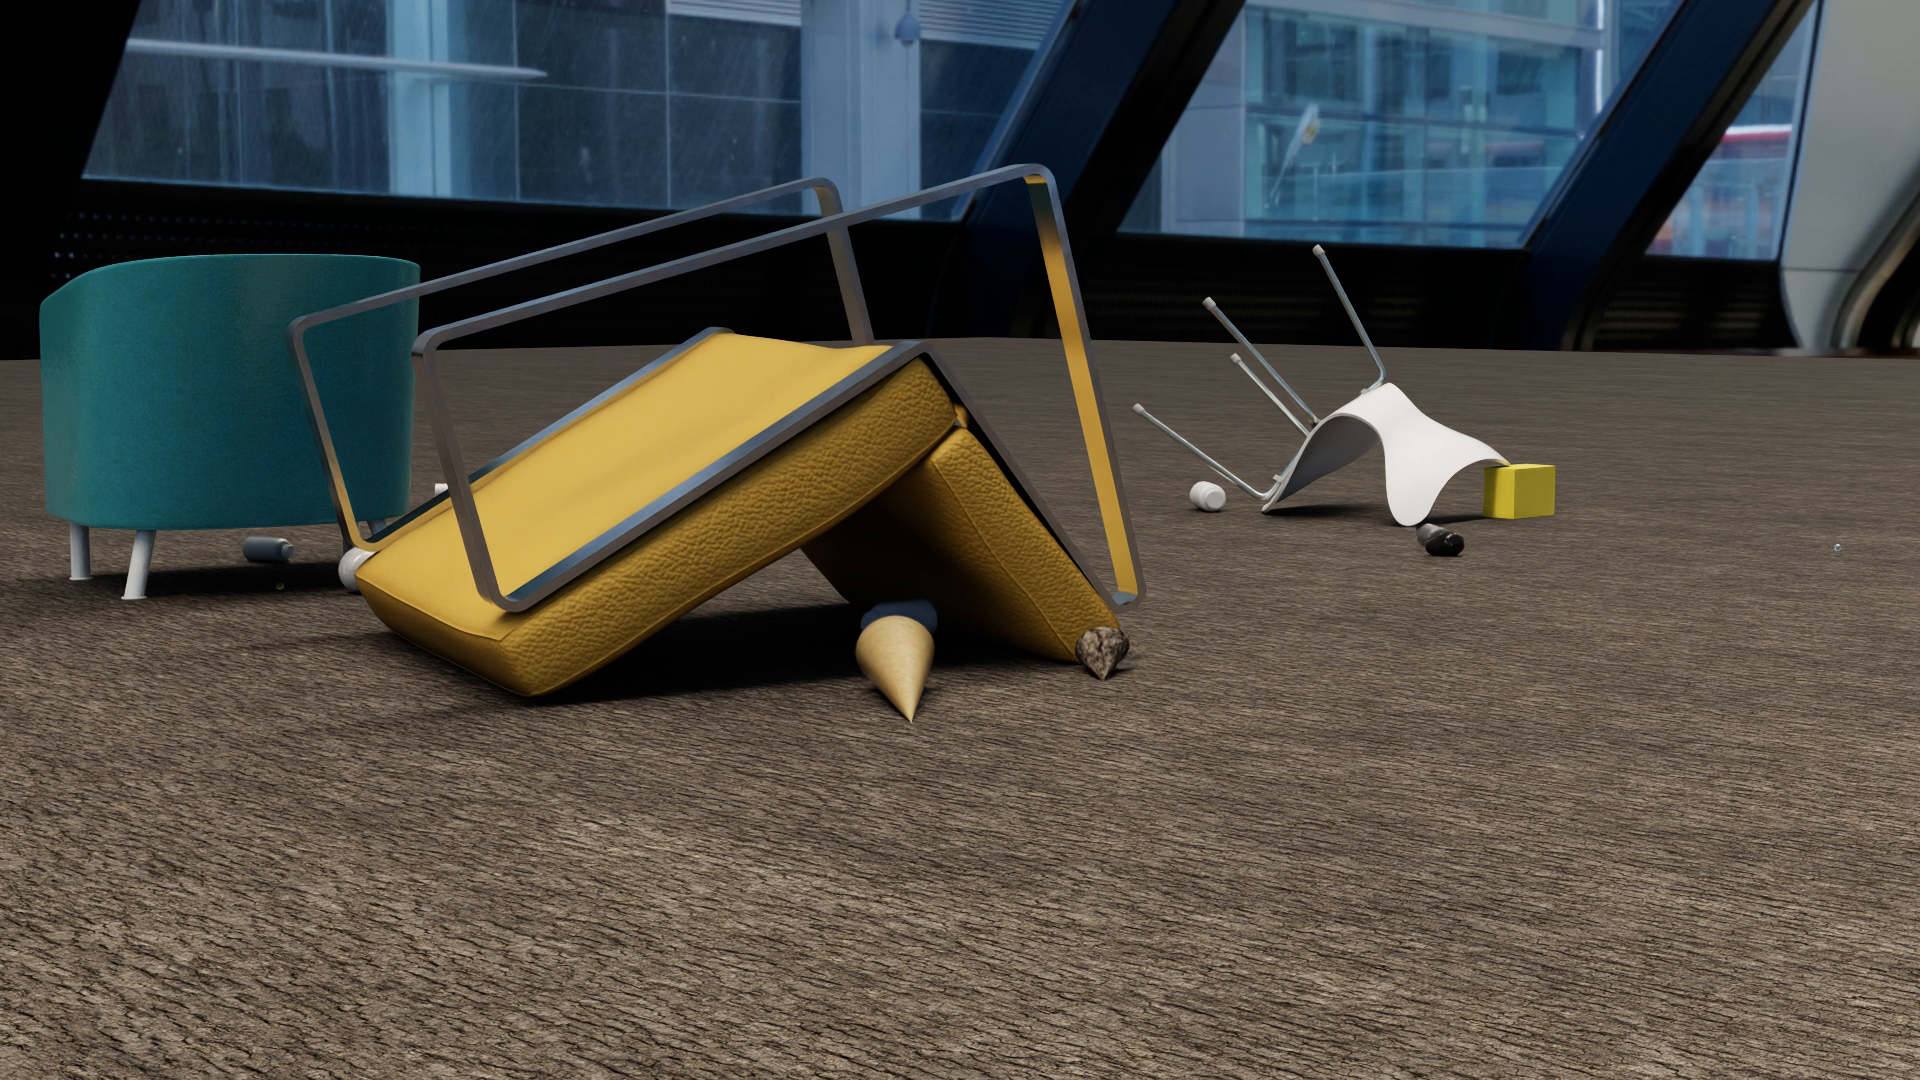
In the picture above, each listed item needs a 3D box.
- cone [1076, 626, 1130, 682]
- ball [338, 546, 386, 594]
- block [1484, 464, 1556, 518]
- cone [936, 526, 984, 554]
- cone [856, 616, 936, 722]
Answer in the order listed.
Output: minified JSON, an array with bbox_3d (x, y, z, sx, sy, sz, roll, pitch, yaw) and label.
[{"bbox_3d":[0.235,0.205,4.242,0.092,0.074,0.142,-14,20,8],"label":"cone"},{"bbox_3d":[-1.241,0.062,5.329,0.099,0.099,0.099,0,6,0],"label":"ball"},{"bbox_3d":[1.539,-0.134,7.056,0.186,0.135,0.101,-5,8,-41],"label":"block"},{"bbox_3d":[-0.001,0.012,6.137,0.111,0.078,0.054,-3,-30,-4],"label":"cone"},{"bbox_3d":[-0.088,0.224,3.943,0.128,0.122,0.325,7,16,-8],"label":"cone"}]
